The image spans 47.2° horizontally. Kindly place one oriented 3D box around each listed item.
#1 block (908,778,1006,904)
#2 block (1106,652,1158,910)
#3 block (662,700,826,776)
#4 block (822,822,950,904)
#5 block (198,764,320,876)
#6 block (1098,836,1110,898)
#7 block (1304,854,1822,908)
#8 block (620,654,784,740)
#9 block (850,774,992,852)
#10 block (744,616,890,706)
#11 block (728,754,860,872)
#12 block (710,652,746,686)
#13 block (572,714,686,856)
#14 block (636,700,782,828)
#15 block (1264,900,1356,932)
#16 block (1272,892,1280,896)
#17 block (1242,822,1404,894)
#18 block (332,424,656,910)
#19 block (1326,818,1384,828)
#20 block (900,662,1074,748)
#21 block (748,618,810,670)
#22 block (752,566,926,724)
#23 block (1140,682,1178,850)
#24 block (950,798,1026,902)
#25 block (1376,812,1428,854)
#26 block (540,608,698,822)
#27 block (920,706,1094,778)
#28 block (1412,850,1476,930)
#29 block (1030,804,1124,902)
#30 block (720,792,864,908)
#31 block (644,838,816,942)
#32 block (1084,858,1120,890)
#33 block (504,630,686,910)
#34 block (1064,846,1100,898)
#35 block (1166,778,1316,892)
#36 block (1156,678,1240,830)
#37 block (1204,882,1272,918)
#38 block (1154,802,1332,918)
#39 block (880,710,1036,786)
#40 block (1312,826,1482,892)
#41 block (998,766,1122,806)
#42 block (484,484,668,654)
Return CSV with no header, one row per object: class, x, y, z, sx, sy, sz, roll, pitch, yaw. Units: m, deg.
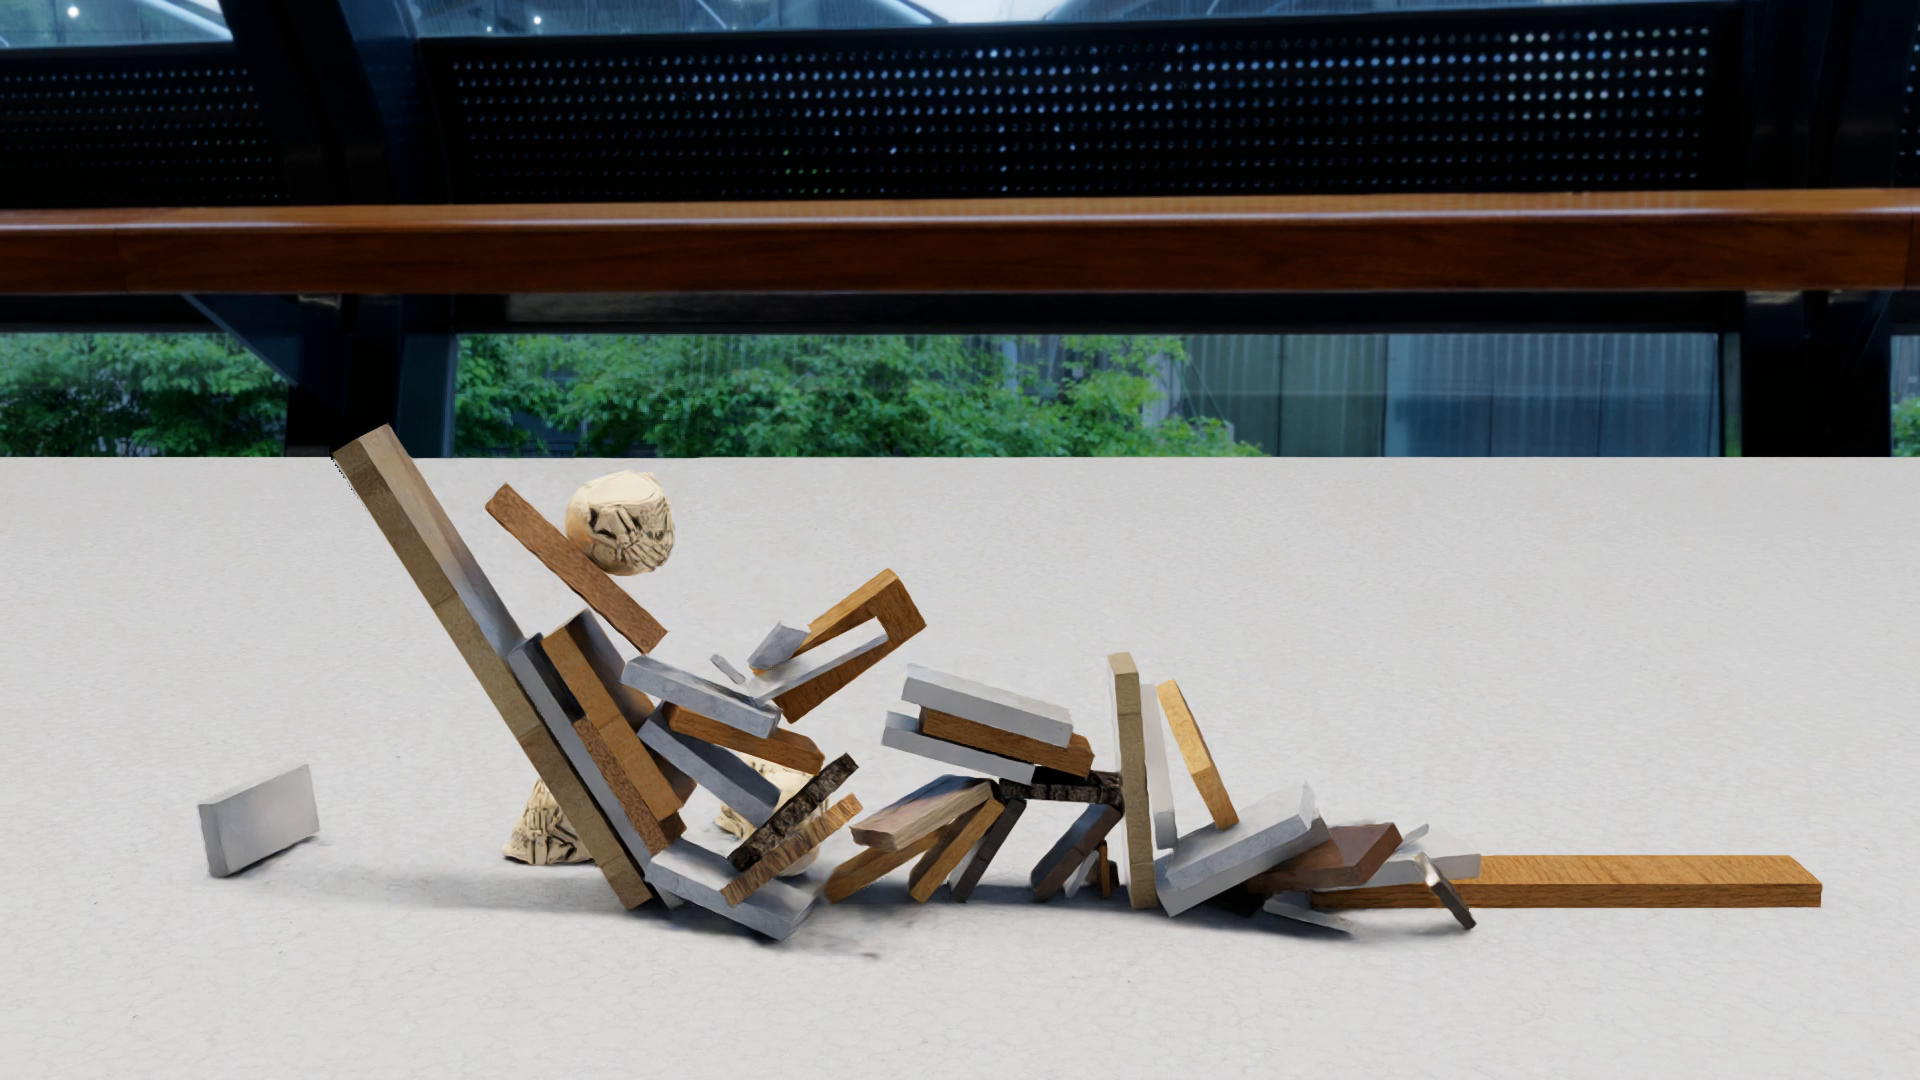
block,-0.005,0.499,3.653,0.030,0.214,0.107,39,8,-7
block,0.283,0.395,3.623,0.040,0.398,0.140,-5,11,0
block,-0.351,0.313,3.550,0.250,0.035,0.125,20,3,-18
block,-0.121,0.522,3.642,0.214,0.030,0.107,-32,5,14
block,-1.222,0.486,3.845,0.036,0.126,0.253,-4,9,22
block,0.239,0.545,3.658,0.013,0.092,0.046,-4,11,0
block,0.993,0.569,3.669,0.834,0.041,0.146,0,11,0
block,-0.413,0.251,3.535,0.250,0.035,0.125,21,3,2
block,-0.061,0.439,3.554,0.214,0.030,0.107,-25,16,-39
block,-0.230,0.195,3.530,0.238,0.015,0.053,-27,35,-8
block,-0.269,0.440,3.552,0.230,0.033,0.115,-42,1,-29
block,-0.376,0.209,3.555,0.015,0.053,0.106,-48,10,-8
block,-0.539,0.388,3.598,0.035,0.248,0.124,-31,2,7
block,-0.406,0.364,3.576,0.250,0.035,0.125,38,9,-4
block,0.557,0.599,3.504,0.131,0.019,0.066,8,-9,37
block,0.465,0.574,3.682,0.131,0.019,0.066,-2,17,-9
block,0.575,0.508,3.508,0.244,0.035,0.122,-16,17,49
block,-0.741,0.206,3.601,0.049,0.875,0.173,-30,9,6
block,0.677,0.487,3.724,0.139,0.020,0.069,-1,-5,-34
block,0.043,0.269,3.600,0.280,0.040,0.140,16,6,-3
block,-0.290,0.170,3.520,0.053,0.106,0.015,16,40,-34
block,-0.199,0.176,3.639,0.282,0.126,0.036,-36,42,-8
block,0.322,0.371,3.608,0.035,0.122,0.244,-7,52,3
block,0.045,0.501,3.655,0.028,0.195,0.098,31,9,-6
block,0.700,0.491,3.625,0.139,0.020,0.069,-21,21,-34
block,-0.552,0.282,3.600,0.049,0.346,0.173,-32,6,7
block,0.075,0.320,3.618,0.280,0.040,0.140,16,6,-5
block,0.769,0.555,3.483,0.020,0.139,0.069,-35,37,10
block,0.193,0.507,3.659,0.028,0.195,0.098,40,7,-8
block,-0.262,0.483,3.431,0.230,0.033,0.115,-38,-4,24
block,-0.368,0.559,3.524,0.248,0.035,0.124,22,15,11
block,0.229,0.557,3.716,0.013,0.046,0.092,-19,20,-40
block,-0.585,0.377,3.614,0.035,0.493,0.124,-31,8,7
block,0.202,0.548,3.659,0.013,0.092,0.046,29,9,-6
block,0.450,0.473,3.519,0.244,0.035,0.122,-29,11,22
block,0.387,0.349,3.602,0.036,0.126,0.253,-26,30,5
block,0.439,0.574,3.604,0.131,0.019,0.066,15,42,45
block,0.457,0.507,3.596,0.292,0.041,0.146,-27,12,6
block,-0.004,0.340,3.601,0.251,0.033,0.115,16,8,-3
block,0.698,0.530,3.655,0.292,0.041,0.146,-3,11,-14
block,0.164,0.404,3.637,0.195,0.028,0.098,4,11,-2
block,-0.620,0.050,3.556,0.346,0.049,0.173,43,-9,-6
